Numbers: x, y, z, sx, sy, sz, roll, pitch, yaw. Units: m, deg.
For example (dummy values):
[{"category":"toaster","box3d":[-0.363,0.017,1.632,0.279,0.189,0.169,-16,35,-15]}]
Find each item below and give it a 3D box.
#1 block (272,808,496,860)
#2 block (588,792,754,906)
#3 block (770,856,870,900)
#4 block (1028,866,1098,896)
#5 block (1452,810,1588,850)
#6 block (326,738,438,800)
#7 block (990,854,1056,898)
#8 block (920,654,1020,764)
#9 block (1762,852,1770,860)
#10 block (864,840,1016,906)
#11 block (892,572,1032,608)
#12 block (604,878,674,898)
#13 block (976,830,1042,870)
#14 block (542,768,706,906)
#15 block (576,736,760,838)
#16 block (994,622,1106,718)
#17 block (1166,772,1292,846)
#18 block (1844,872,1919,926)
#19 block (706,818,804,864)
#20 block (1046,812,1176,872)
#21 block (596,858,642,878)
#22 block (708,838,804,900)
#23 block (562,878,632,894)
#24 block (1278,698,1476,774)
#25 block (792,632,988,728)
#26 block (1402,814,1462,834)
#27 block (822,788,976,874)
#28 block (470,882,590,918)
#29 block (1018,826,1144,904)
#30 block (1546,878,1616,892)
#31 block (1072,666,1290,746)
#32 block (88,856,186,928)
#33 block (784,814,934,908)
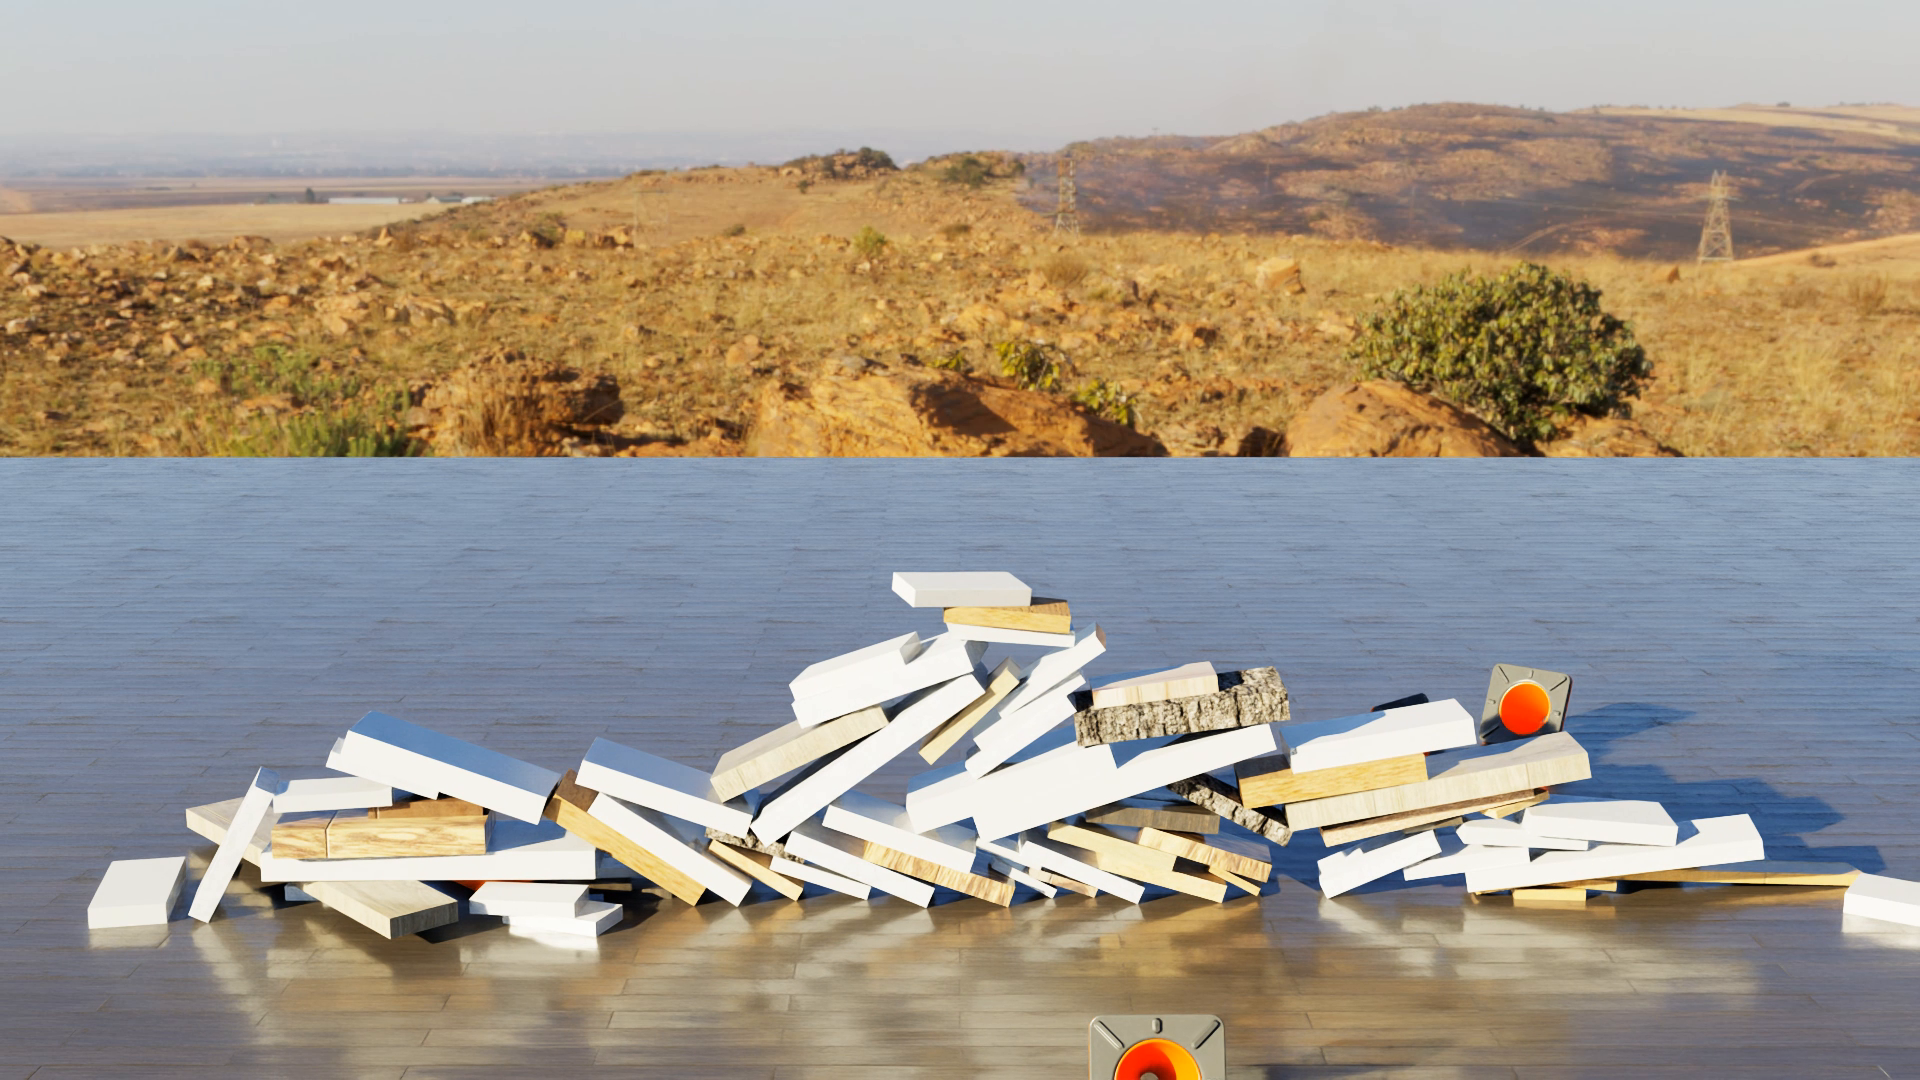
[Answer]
[{"category":"block","box3d":[-0.941,0.470,3.609,0.334,0.047,0.167,-1,10,-6]},{"category":"block","box3d":[-0.474,0.493,3.659,0.290,0.041,0.145,33,9,-5]},{"category":"block","box3d":[-0.231,0.551,3.674,0.168,0.024,0.084,18,10,-3]},{"category":"block","box3d":[0.170,0.562,3.670,0.114,0.016,0.057,19,10,-7]},{"category":"block","box3d":[0.926,0.477,3.649,0.203,0.029,0.102,3,13,-2]},{"category":"block","box3d":[-0.941,0.375,3.612,0.183,0.026,0.091,19,6,-11]},{"category":"block","box3d":[0.106,0.556,3.667,0.114,0.016,0.057,27,9,-6]},{"category":"block","box3d":[0.017,0.277,3.598,0.200,0.028,0.100,-44,6,10]},{"category":"block","box3d":[1.366,0.552,3.825,0.067,0.019,0.133,1,11,7]},{"category":"block","box3d":[-0.035,0.534,3.654,0.251,0.036,0.126,19,10,-5]},{"category":"block","box3d":[0.003,0.080,3.559,0.202,0.029,0.101,0,15,-22]},{"category":"block","box3d":[-0.534,0.581,3.672,0.113,0.016,0.057,0,11,0]},{"category":"block","box3d":[0.081,0.514,3.656,0.114,0.016,0.057,20,10,-4]},{"category":"block","box3d":[-0.548,0.493,3.661,0.290,0.041,0.145,33,9,-7]},{"category":"block","box3d":[-0.482,0.410,3.651,0.290,0.041,0.145,19,10,-3]},{"category":"block","box3d":[0.147,0.212,3.594,0.203,0.029,0.101,-35,7,10]},{"category":"block","box3d":[0.447,0.435,3.652,0.217,0.031,0.108,26,8,2]},{"category":"block","box3d":[1.570,0.593,3.561,0.237,0.034,0.118,7,13,33]},{"category":"block","box3d":[-0.338,0.492,3.665,0.168,0.024,0.084,16,10,-6]},{"category":"block","box3d":[0.250,0.493,3.649,0.211,0.030,0.105,16,10,-2]},{"category":"block","box3d":[-0.568,0.547,3.674,0.113,0.016,0.057,1,10,-23]},{"category":"block","box3d":[-0.338,0.537,3.666,0.168,0.024,0.084,30,9,-5]},{"category":"block","box3d":[-0.603,0.570,3.645,0.113,0.016,0.057,-2,11,-11]},{"category":"block","box3d":[0.688,0.324,3.642,0.299,0.042,0.149,-10,8,3]},{"category":"block","box3d":[-0.113,0.221,3.612,0.305,0.043,0.153,-19,9,14]},{"category":"block","box3d":[0.783,0.462,3.643,0.097,0.014,0.049,-12,13,16]},{"category":"block","box3d":[-0.099,0.476,3.634,0.251,0.036,0.126,19,10,-3]},{"category":"block","box3d":[-0.692,0.578,3.535,0.171,0.024,0.086,1,11,6]},{"category":"block","box3d":[0.201,0.536,3.660,0.211,0.030,0.105,22,10,-4]},{"category":"block","box3d":[1.031,0.564,3.671,0.115,0.016,0.058,4,10,4]},{"category":"block","box3d":[0.358,0.272,3.608,0.343,0.049,0.171,-7,10,2]},{"category":"block","box3d":[-1.355,0.580,3.630,0.118,0.033,0.236,-2,11,-12]},{"category":"block","box3d":[-0.164,0.527,3.649,0.251,0.036,0.126,23,9,-4]}]
